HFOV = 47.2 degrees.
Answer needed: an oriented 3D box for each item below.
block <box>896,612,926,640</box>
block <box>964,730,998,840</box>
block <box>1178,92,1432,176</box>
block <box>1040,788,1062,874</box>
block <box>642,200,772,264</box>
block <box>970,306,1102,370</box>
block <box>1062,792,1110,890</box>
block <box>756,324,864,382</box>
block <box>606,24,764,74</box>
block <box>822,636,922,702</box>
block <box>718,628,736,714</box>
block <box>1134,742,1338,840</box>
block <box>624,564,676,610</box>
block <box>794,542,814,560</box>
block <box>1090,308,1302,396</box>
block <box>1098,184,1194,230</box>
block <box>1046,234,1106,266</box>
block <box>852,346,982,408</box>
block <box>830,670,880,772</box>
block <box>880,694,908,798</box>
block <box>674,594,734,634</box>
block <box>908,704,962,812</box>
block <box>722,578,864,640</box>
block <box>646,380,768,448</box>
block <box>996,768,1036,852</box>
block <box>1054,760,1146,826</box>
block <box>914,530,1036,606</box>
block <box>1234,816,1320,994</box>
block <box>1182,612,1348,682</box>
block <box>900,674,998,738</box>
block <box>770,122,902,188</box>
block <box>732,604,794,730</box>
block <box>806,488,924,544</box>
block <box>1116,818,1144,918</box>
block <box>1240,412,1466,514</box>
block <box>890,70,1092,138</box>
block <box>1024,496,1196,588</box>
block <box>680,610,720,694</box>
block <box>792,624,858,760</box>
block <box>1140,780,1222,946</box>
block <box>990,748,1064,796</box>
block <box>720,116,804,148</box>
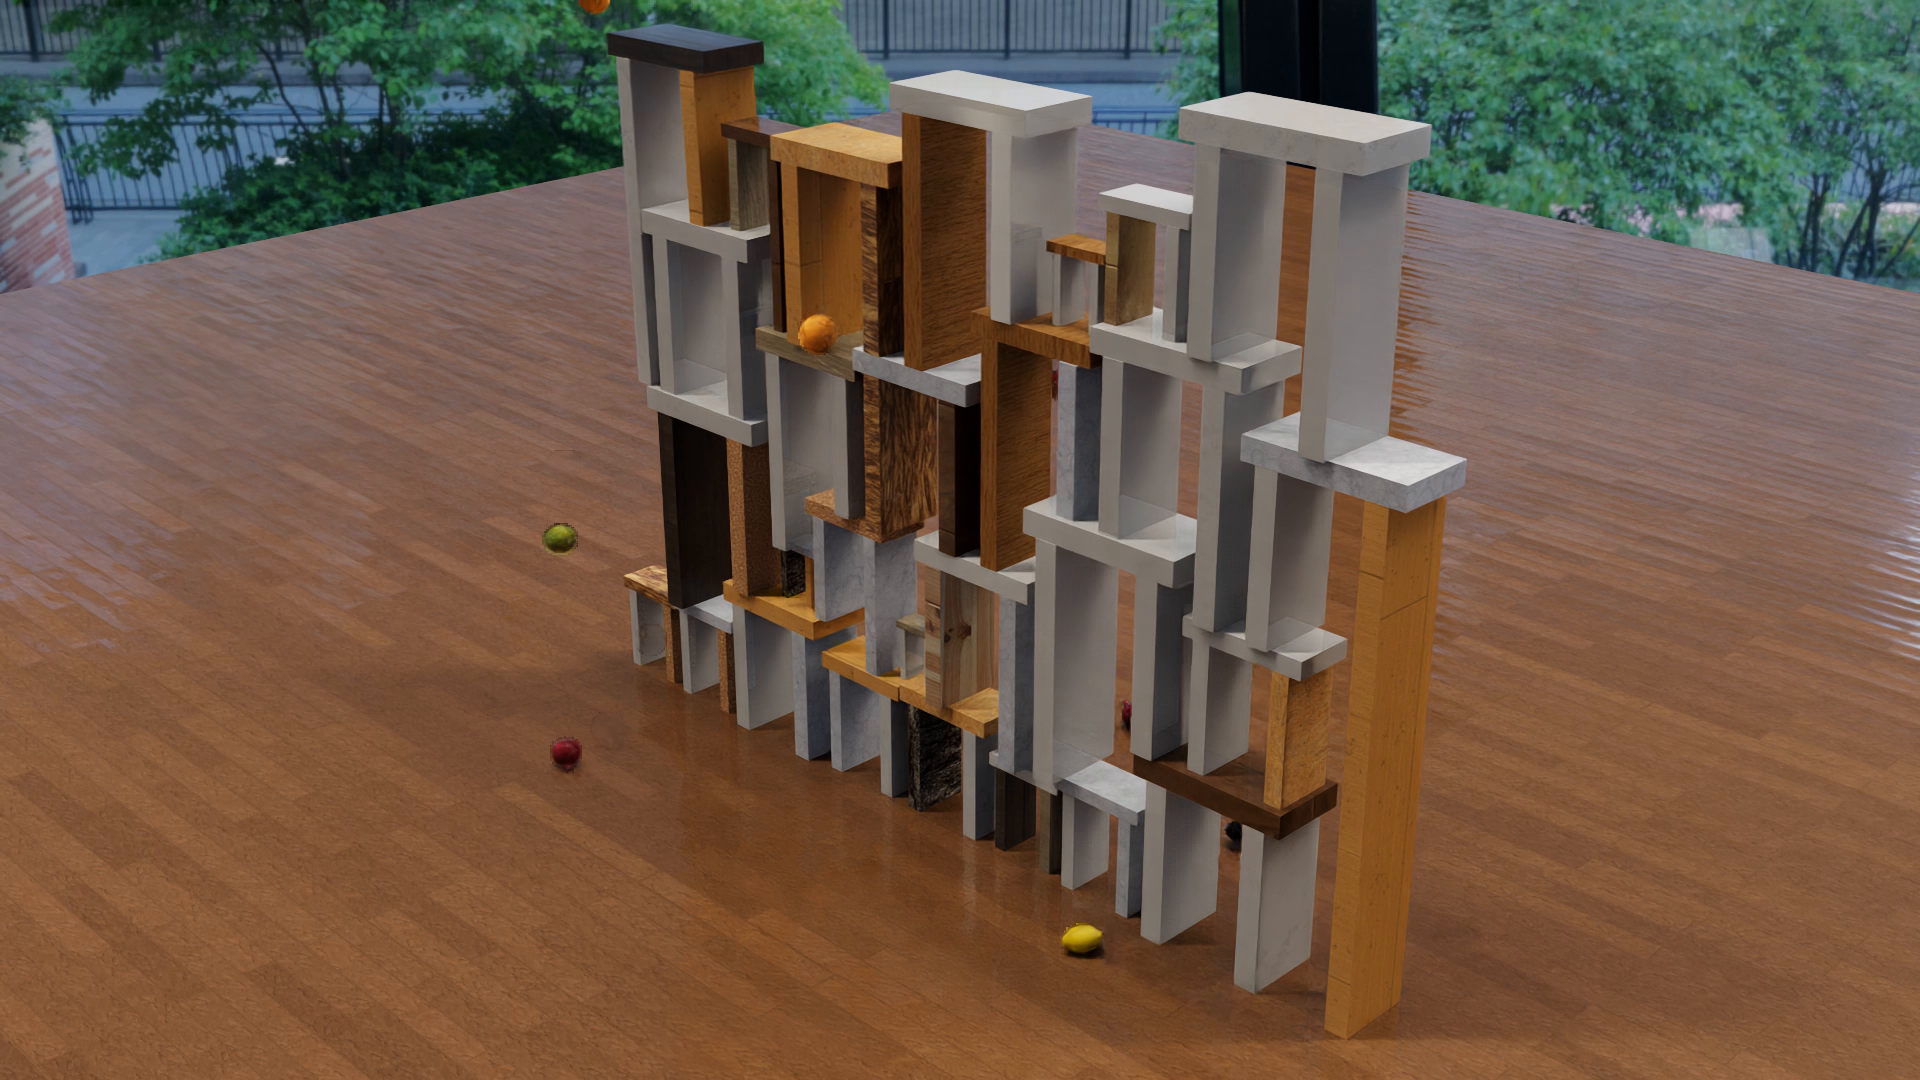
[{"bbox_3d":[-0.073,0.174,4.380,0.103,0.015,0.051,21,31,40],"label":"block"},{"bbox_3d":[0.060,0.466,4.361,0.033,0.236,0.118,21,31,41],"label":"block"},{"bbox_3d":[0.527,-0.627,3.380,0.348,0.049,0.174,21,31,41],"label":"block"},{"bbox_3d":[0.194,0.547,4.243,0.025,0.179,0.090,21,31,41],"label":"block"},{"bbox_3d":[-0.478,-0.635,4.480,0.337,0.048,0.168,21,31,41],"label":"block"},{"bbox_3d":[0.171,-0.368,3.877,0.144,0.041,0.287,-21,31,-40],"label":"block"},{"bbox_3d":[0.240,0.555,4.190,0.103,0.205,0.029,-21,31,-41],"label":"block"},{"bbox_3d":[-0.253,-0.382,4.341,0.147,0.042,0.293,-21,31,-40],"label":"block"},{"bbox_3d":[-0.552,-0.986,4.406,0.306,0.043,0.153,21,31,40],"label":"block"},{"bbox_3d":[-0.164,0.263,4.515,0.114,0.032,0.229,-21,31,-40],"label":"block"},{"bbox_3d":[-0.485,0.274,4.861,0.028,0.199,0.099,21,31,41],"label":"block"},{"bbox_3d":[0.483,0.420,3.876,0.326,0.046,0.163,21,31,41],"label":"block"},{"bbox_3d":[-0.669,0.106,4.997,0.187,0.027,0.094,21,31,41],"label":"block"},{"bbox_3d":[-0.320,0.009,4.574,0.115,0.016,0.058,21,31,40],"label":"block"},{"bbox_3d":[0.390,-0.317,3.663,0.321,0.046,0.161,21,31,40],"label":"block"},{"bbox_3d":[0.333,-0.550,3.624,0.193,0.027,0.096,21,31,40],"label":"block"},{"bbox_3d":[0.219,-0.499,3.778,0.130,0.018,0.065,21,31,40],"label":"block"},{"bbox_3d":[-0.043,-0.322,4.127,0.152,0.043,0.304,-21,31,-40],"label":"block"},{"bbox_3d":[-0.218,0.362,4.616,0.114,0.229,0.032,-21,31,-41],"label":"block"},{"bbox_3d":[-0.111,0.404,4.517,0.114,0.229,0.032,-21,31,-41],"label":"block"},{"bbox_3d":[-0.532,0.151,4.859,0.199,0.028,0.099,21,31,40],"label":"block"},{"bbox_3d":[-0.051,0.423,4.463,0.033,0.236,0.118,21,31,41],"label":"block"},{"bbox_3d":[-0.353,0.128,4.661,0.291,0.041,0.145,21,31,41],"label":"block"},{"bbox_3d":[-0.484,-0.282,4.633,0.344,0.049,0.172,21,31,41],"label":"block"},{"bbox_3d":[0.110,0.514,4.321,0.025,0.179,0.090,21,31,41],"label":"block"},{"bbox_3d":[0.286,0.466,4.098,0.205,0.029,0.103,21,31,41],"label":"block"},{"bbox_3d":[0.070,0.039,4.163,0.149,0.042,0.298,-21,31,-41],"label":"block"},{"bbox_3d":[0.560,0.622,3.878,0.046,0.326,0.163,21,31,41],"label":"block"},{"bbox_3d":[0.515,0.164,3.730,0.126,0.036,0.252,-21,31,-41],"label":"block"},{"bbox_3d":[0.005,0.320,4.359,0.236,0.033,0.118,21,31,41],"label":"block"},{"bbox_3d":[-0.187,-0.723,4.121,0.163,0.046,0.326,-21,31,-40],"label":"block"},{"bbox_3d":[-0.421,0.254,4.789,0.041,0.291,0.145,21,31,41],"label":"block"},{"bbox_3d":[-0.192,-0.054,4.415,0.114,0.032,0.228,-21,31,-40],"label":"block"},{"bbox_3d":[0.337,0.592,4.102,0.029,0.205,0.103,21,31,41],"label":"block"},{"bbox_3d":[0.623,-0.128,3.497,0.160,0.045,0.319,-21,31,-41],"label":"block"},{"bbox_3d":[0.051,-0.764,3.845,0.333,0.047,0.166,21,31,41],"label":"block"},{"bbox_3d":[0.298,-0.012,3.887,0.346,0.049,0.173,21,31,40],"label":"block"},{"bbox_3d":[-0.578,0.237,4.947,0.028,0.199,0.099,21,31,40],"label":"block"},{"bbox_3d":[-0.284,0.308,4.663,0.041,0.291,0.145,21,31,41],"label":"block"},{"bbox_3d":[0.406,0.562,4.020,0.046,0.326,0.163,21,31,41],"label":"block"},{"bbox_3d":[0.152,0.436,4.242,0.179,0.025,0.090,21,31,41],"label":"block"},{"bbox_3d":[-0.372,-0.793,4.288,0.092,0.026,0.184,-21,31,-40],"label":"block"}]
